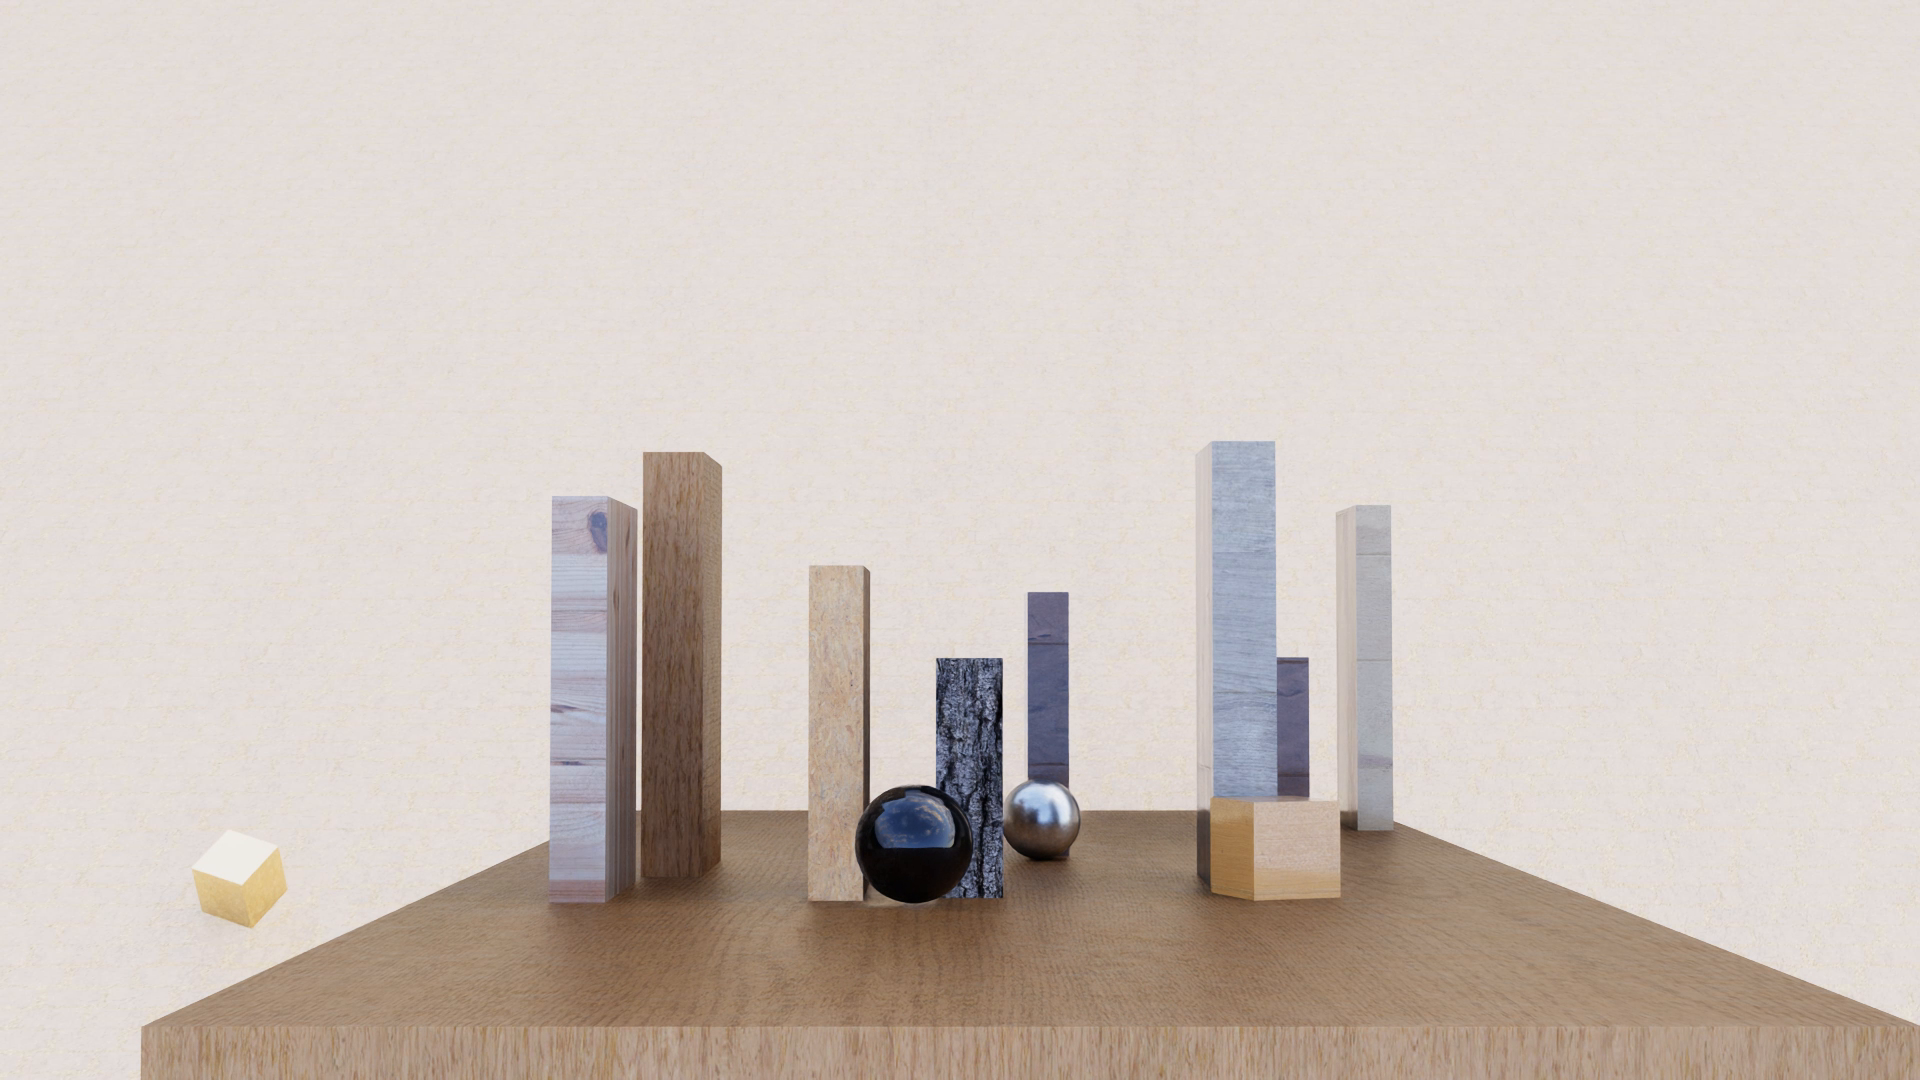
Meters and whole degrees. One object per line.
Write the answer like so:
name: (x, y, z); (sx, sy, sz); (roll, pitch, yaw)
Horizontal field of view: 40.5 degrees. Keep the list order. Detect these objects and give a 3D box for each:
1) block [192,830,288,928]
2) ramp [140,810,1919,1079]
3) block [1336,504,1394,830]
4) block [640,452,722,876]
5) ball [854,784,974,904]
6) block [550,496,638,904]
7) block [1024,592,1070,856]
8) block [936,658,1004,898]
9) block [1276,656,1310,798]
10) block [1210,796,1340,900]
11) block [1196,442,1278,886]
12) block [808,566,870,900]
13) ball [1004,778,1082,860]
block: (-1.856, 0.874, 6.707); (0.156, 0.156, 0.156); (15, 39, 19)
ramp: (0.081, 0.682, 4.916); (2.000, 0.100, 4.000); (0, -2, 0)
block: (0.979, 0.308, 6.307); (0.084, 0.768, 0.328); (0, -2, 0)
block: (-0.540, 0.240, 5.071); (0.115, 0.797, 0.378); (0, -2, 0)
ball: (-0.077, 0.508, 4.355); (0.200, 0.200, 0.200); (0, 37, 0)
block: (-0.642, 0.276, 4.579); (0.094, 0.683, 0.414); (0, -2, 0)
block: (0.182, 0.385, 5.507); (0.086, 0.544, 0.283); (0, -2, 0)
block: (0.016, 0.414, 4.606); (0.115, 0.409, 0.306); (0, -2, 0)
block: (0.723, 0.471, 5.928); (0.100, 0.409, 0.344); (0, -2, 0)
block: (0.546, 0.532, 4.510); (0.165, 0.165, 0.165); (1, -3, -21)
block: (0.506, 0.228, 4.782); (0.114, 0.796, 0.327); (0, -2, 0)
block: (-0.211, 0.334, 4.586); (0.093, 0.568, 0.349); (0, -2, 0)
ball: (0.164, 0.565, 5.276); (0.164, 0.164, 0.164); (0, 37, 0)
